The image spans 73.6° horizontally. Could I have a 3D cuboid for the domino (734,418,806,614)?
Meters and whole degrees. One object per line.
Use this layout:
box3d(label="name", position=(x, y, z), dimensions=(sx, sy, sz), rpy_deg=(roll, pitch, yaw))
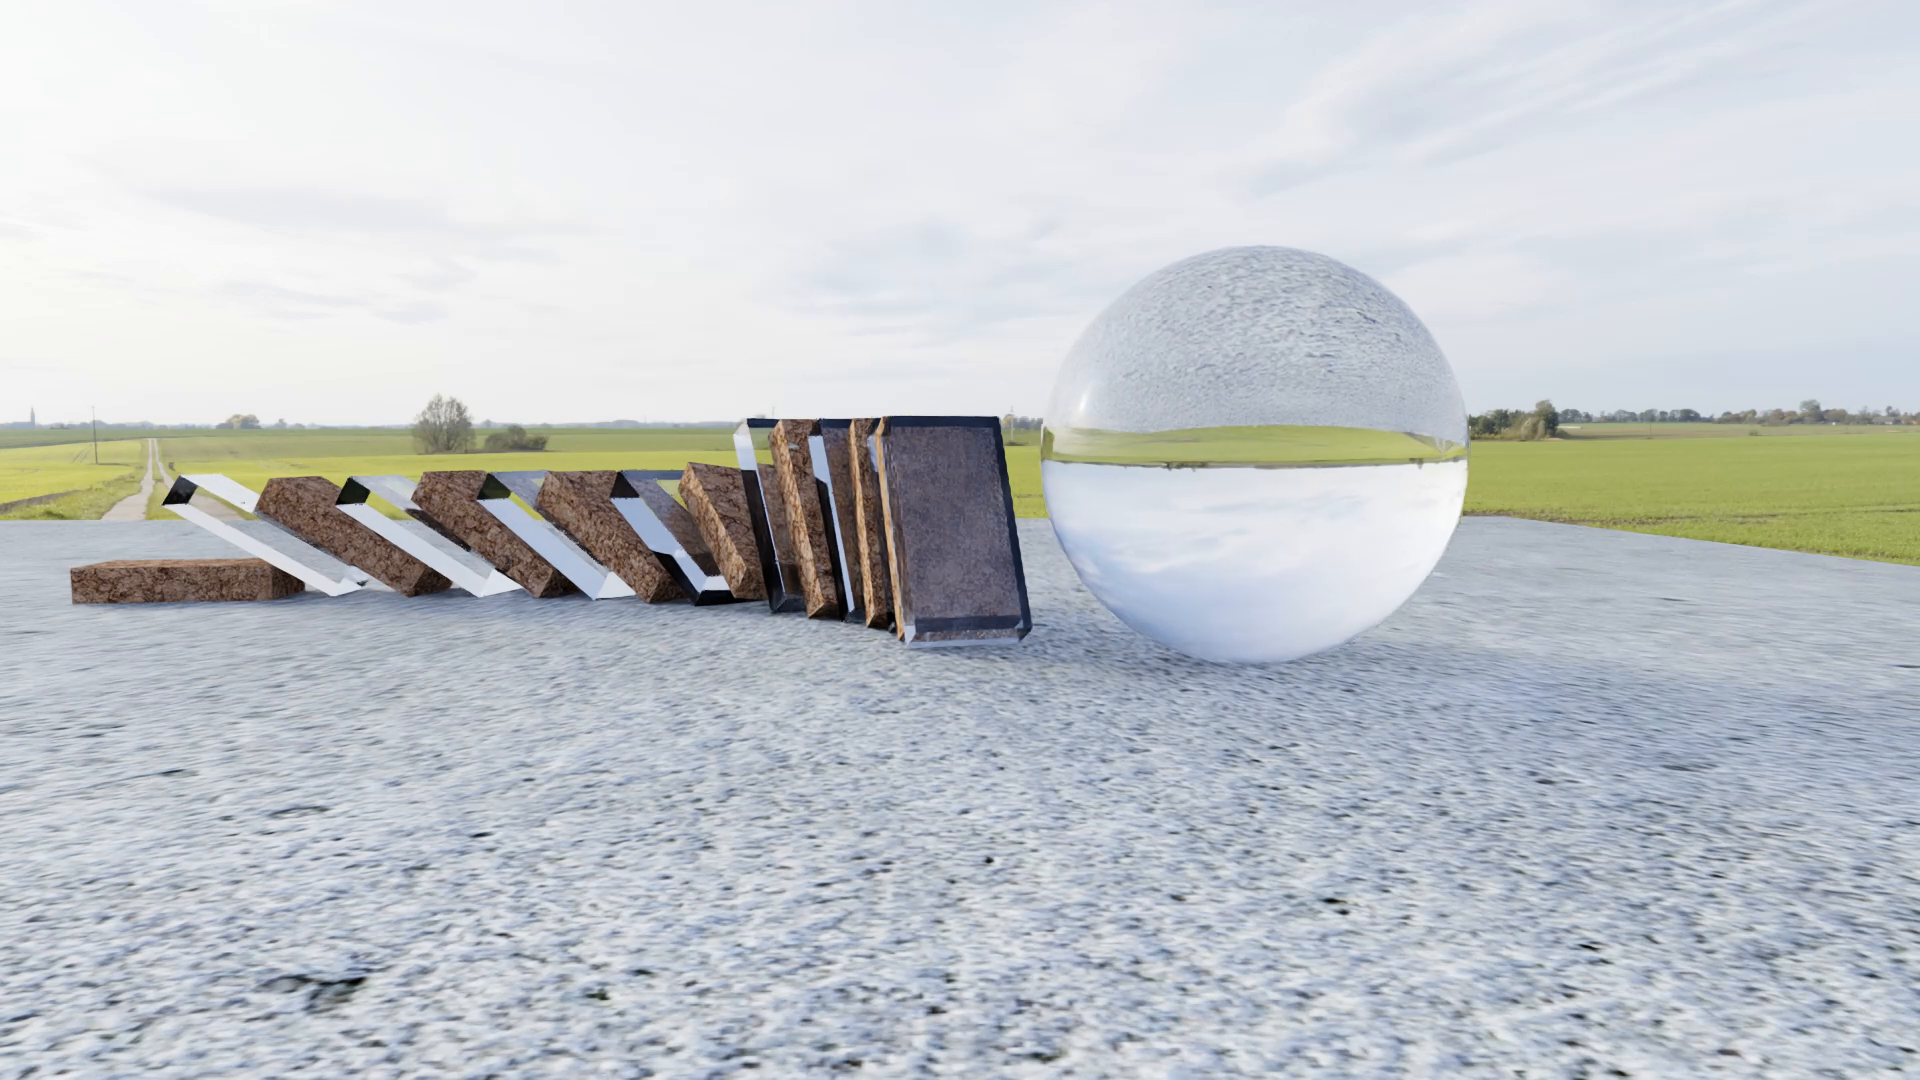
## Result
box3d(label="domino", position=(-0.041, -0.007, 0.331), dimensions=(0.025, 0.050, 0.009), rpy_deg=(-2, -23, -34))

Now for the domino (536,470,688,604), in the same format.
box3d(label="domino", position=(-0.092, -0.002, 0.360), dimensions=(0.050, 0.009, 0.025), rpy_deg=(38, 21, 23))

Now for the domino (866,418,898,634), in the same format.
box3d(label="domino", position=(-0.006, -0.004, 0.297), dimensions=(0.025, 0.050, 0.010), rpy_deg=(-1, -23, -16))

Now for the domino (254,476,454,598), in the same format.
box3d(label="domino", position=(-0.171, -0.002, 0.367), dimensions=(0.050, 0.009, 0.025), rpy_deg=(30, 6, 1))

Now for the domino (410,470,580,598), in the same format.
box3d(label="domino", position=(-0.130, -0.002, 0.369), dimensions=(0.050, 0.009, 0.025), rpy_deg=(35, 14, 13))

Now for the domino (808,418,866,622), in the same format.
box3d(label="domino", position=(-0.020, -0.006, 0.317), dimensions=(0.025, 0.050, 0.009), rpy_deg=(-2, -23, -26))

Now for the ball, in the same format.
box3d(label="ball", position=(0.055, -0.016, 0.247), dimensions=(0.080, 0.080, 0.080), rpy_deg=(0, 4, 0))

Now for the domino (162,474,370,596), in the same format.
box3d(label="domino", position=(-0.193, -0.002, 0.361), dimensions=(0.050, 0.010, 0.025), rpy_deg=(30, -1, -8))

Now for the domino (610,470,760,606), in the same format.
box3d(label="domino", position=(-0.073, -0.002, 0.353), dimensions=(0.025, 0.010, 0.050), rpy_deg=(-3, 38, -46))

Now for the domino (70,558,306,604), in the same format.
box3d(label="domino", position=(-0.214, 0.011, 0.357), dimensions=(0.050, 0.010, 0.025), rpy_deg=(-1, 4, -9))

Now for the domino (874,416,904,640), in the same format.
box3d(label="domino", position=(-0.003, -0.003, 0.287), dimensions=(0.025, 0.050, 0.010), rpy_deg=(-1, -23, -16))

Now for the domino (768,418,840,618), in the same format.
box3d(label="domino", position=(-0.030, -0.006, 0.325), dimensions=(0.025, 0.050, 0.010), rpy_deg=(-3, -22, -33))

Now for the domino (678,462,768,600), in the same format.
box3d(label="domino", position=(-0.056, -0.002, 0.348), dimensions=(0.025, 0.010, 0.050), rpy_deg=(6, 32, -36))

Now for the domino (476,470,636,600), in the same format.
box3d(label="domino", position=(-0.111, -0.002, 0.366), dimensions=(0.050, 0.009, 0.025), rpy_deg=(36, 18, 19))

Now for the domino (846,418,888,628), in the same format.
box3d(label="domino", position=(-0.012, -0.005, 0.307), dimensions=(0.025, 0.050, 0.009), rpy_deg=(-1, -23, -16))

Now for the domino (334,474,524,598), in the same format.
box3d(label="domino", position=(-0.150, -0.002, 0.370), dimensions=(0.050, 0.009, 0.025), rpy_deg=(31, 9, 6))

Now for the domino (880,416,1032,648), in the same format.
box3d(label="domino", position=(-0.001, -0.003, 0.276), dimensions=(0.025, 0.050, 0.010), rpy_deg=(-1, -23, -16))
